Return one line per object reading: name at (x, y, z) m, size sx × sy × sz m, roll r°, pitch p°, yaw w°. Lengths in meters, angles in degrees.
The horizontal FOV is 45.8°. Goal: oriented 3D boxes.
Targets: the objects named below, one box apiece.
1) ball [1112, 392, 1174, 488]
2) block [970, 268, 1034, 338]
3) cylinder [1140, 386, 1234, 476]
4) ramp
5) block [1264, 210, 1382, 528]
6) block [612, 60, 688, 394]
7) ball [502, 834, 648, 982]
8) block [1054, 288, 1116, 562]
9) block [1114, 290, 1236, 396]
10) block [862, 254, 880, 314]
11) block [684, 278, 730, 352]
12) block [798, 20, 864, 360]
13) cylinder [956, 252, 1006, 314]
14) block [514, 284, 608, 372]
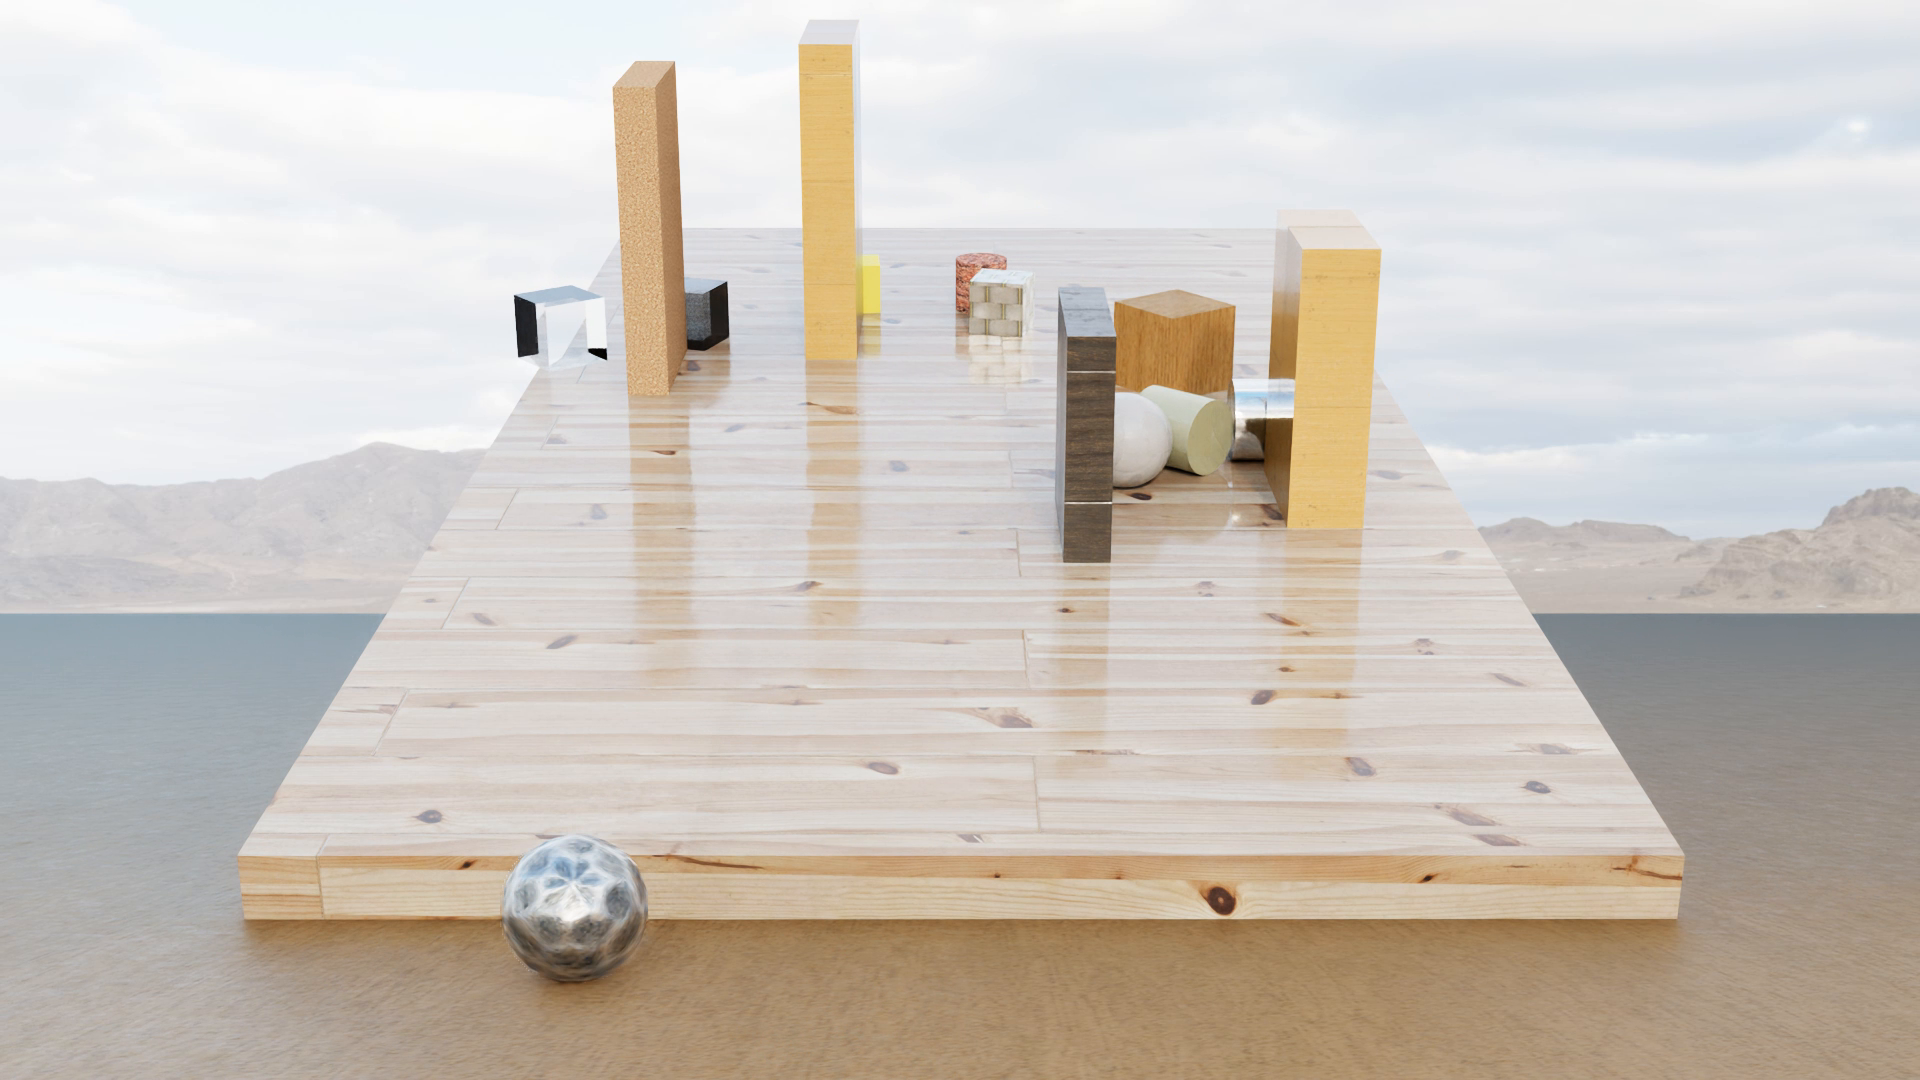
ball at (0.334, -0.202, 4.588) m, size 0.193 × 0.193 × 0.193 m, roll 0°, pitch -2°, yaw 0°
block at (0.107, -0.600, 5.747) m, size 0.138 × 0.138 × 0.138 m, roll 5°, pitch 21°, yaw 13°
cylinder at (0.456, -0.229, 4.711) m, size 0.159 × 0.159 × 0.159 m, roll 18°, pitch 10°, yaw 40°
ramp at (-0.005, -0.209, 5.028) m, size 2.000 × 0.100 × 4.000 m, roll 0°, pitch 20°, yaw 0°
block at (0.705, -0.341, 4.452) m, size 0.146 × 0.549 × 0.351 m, roll 0°, pitch 20°, yaw 0°
block at (-0.717, -0.731, 5.281) m, size 0.094 × 0.703 × 0.392 m, roll 0°, pitch 20°, yaw 0°
ball at (-0.449, 0.429, 2.650) m, size 0.170 × 0.170 × 0.170 m, roll 0°, pitch -2°, yaw 0°
block at (0.235, -0.224, 4.301) m, size 0.088 × 0.432 × 0.366 m, roll 0°, pitch 20°, yaw 0°
block at (0.495, -0.452, 5.261) m, size 0.197 × 0.197 × 0.197 m, roll -15°, pitch 25°, yaw -35°
block at (-0.274, -0.672, 5.959) m, size 0.125 × 0.125 × 0.125 m, roll -1°, pitch 20°, yaw -4°
block at (-0.670, -0.563, 5.633) m, size 0.143 × 0.143 × 0.143 m, roll 7°, pitch 21°, yaw 18°
block at (-0.313, -0.868, 5.581) m, size 0.125 × 0.754 × 0.440 m, roll 0°, pitch 20°, yaw 0°
cylinder at (0.055, -0.671, 5.946) m, size 0.134 × 0.134 × 0.134 m, roll 0°, pitch 20°, yaw 0°
block at (-0.963, -0.511, 5.473) m, size 0.158 × 0.158 × 0.158 m, roll -15°, pitch 25°, yaw -36°
